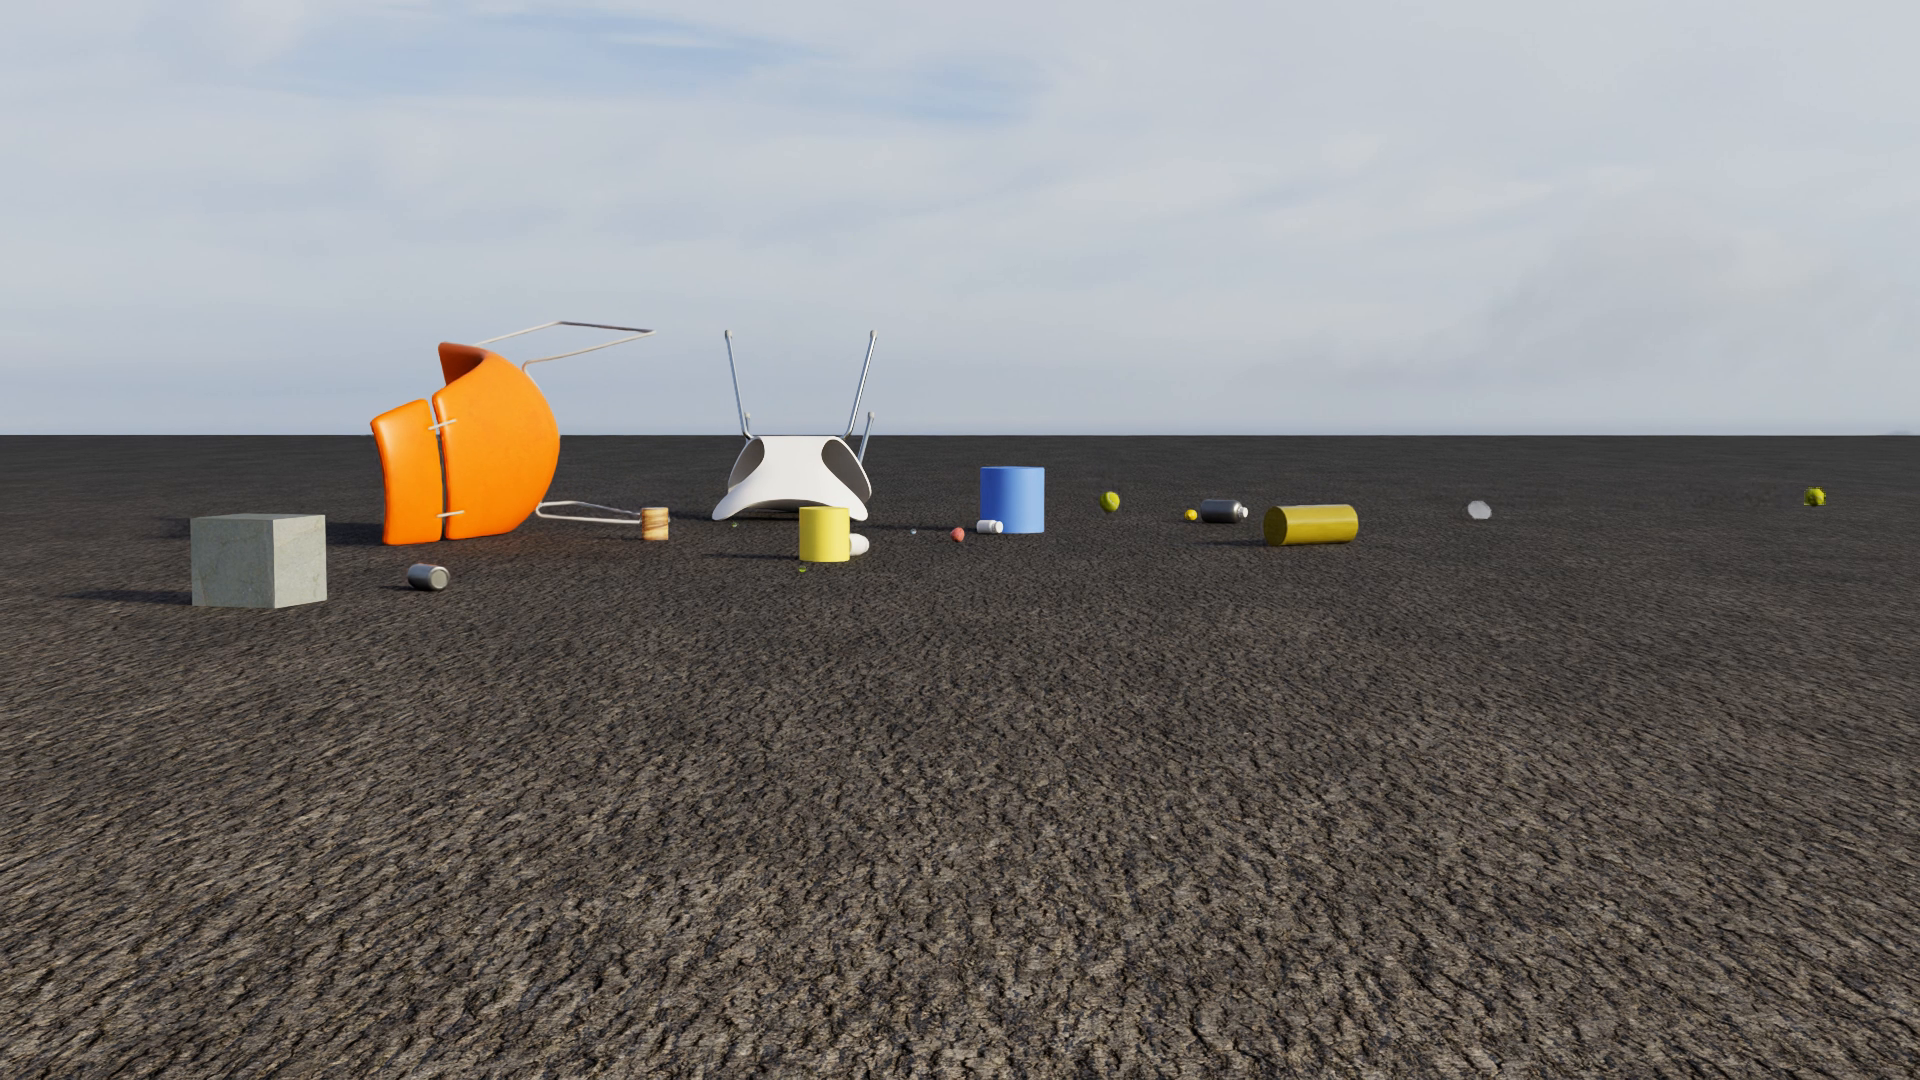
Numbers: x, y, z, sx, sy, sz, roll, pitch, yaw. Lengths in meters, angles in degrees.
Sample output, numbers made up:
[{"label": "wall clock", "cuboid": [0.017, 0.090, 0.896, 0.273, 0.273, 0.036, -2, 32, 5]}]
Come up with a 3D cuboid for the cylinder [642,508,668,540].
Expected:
[{"label": "cylinder", "cuboid": [-0.909, -0.048, 6.554, 0.081, 0.095, 0.044, -2, 4, -29]}]

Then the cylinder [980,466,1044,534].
[{"label": "cylinder", "cuboid": [0.165, -0.128, 6.945, 0.204, 0.201, 0.196, 2, 4, 29]}]

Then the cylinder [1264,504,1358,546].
[{"label": "cylinder", "cuboid": [1.011, -0.043, 6.338, 0.256, 0.116, 0.113, -2, 33, -30]}]

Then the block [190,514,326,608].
[{"label": "block", "cuboid": [-1.471, 0.041, 4.616, 0.199, 0.182, 0.186, 1, 4, 17]}]

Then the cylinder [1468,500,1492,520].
[{"label": "cylinder", "cuboid": [1.793, -0.104, 7.589, 0.080, 0.061, 0.051, 29, 6, 16]}]

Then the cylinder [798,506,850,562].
[{"label": "cylinder", "cuboid": [-0.358, -0.016, 5.791, 0.129, 0.136, 0.147, -2, 4, -28]}]
